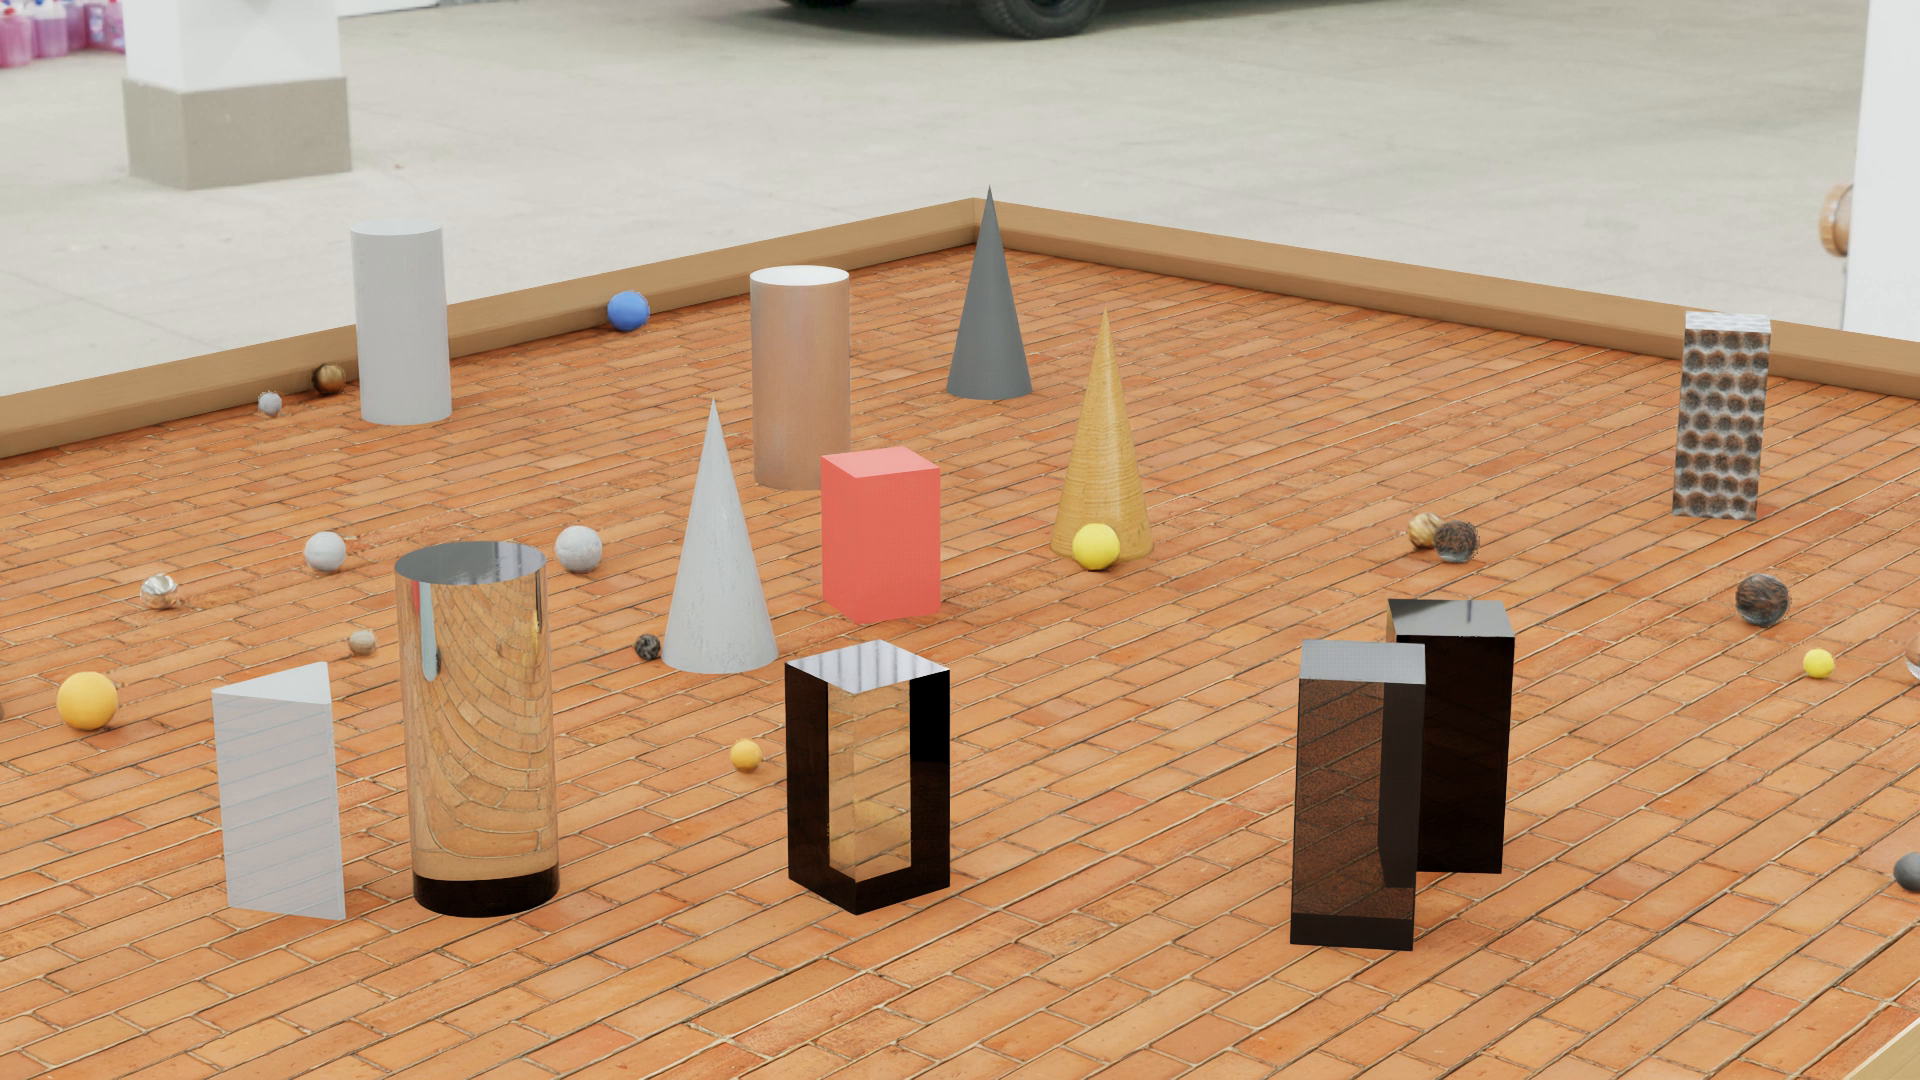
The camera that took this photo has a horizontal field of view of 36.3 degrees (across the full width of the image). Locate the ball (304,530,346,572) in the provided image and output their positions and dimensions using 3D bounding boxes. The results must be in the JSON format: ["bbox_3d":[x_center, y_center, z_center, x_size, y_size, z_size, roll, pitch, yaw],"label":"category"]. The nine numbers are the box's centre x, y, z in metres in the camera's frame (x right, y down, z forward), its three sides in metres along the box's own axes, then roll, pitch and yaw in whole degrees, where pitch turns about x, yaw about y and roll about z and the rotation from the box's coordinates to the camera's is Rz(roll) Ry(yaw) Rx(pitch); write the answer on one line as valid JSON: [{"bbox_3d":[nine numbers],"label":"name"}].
[{"bbox_3d":[-1.136,0.021,5.249,0.074,0.074,0.074,0,17,0],"label":"ball"}]

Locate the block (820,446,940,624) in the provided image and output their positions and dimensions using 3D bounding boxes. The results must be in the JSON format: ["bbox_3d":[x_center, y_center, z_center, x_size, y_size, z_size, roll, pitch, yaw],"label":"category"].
[{"bbox_3d":[-0.136,-0.010,5.032,0.155,0.258,0.155,-8,18,-24],"label":"block"}]

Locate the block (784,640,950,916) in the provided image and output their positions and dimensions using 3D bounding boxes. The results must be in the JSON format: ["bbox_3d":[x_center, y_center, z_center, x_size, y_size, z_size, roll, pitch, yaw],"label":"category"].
[{"bbox_3d":[-0.122,0.312,3.881,0.155,0.307,0.155,-13,21,-36],"label":"block"}]

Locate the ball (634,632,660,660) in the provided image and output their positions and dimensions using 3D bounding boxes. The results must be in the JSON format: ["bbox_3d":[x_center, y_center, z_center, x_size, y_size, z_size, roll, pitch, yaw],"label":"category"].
[{"bbox_3d":[-0.512,0.174,4.796,0.043,0.043,0.043,0,17,0],"label":"ball"}]

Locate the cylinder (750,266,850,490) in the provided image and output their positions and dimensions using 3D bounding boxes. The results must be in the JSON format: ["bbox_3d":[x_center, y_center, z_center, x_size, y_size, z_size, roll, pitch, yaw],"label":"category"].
[{"bbox_3d":[-0.314,-0.322,5.801,0.194,0.411,0.194,0,17,0],"label":"cylinder"}]

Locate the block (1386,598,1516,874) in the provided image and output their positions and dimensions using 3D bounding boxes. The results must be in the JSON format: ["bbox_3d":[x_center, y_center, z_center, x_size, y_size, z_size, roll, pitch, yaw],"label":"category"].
[{"bbox_3d":[0.658,0.265,3.984,0.155,0.337,0.155,1,17,4],"label":"block"}]

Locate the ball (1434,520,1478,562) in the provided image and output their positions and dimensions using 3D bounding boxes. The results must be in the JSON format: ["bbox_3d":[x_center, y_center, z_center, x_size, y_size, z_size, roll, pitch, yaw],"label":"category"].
[{"bbox_3d":[0.896,0.003,5.303,0.077,0.077,0.077,0,17,0],"label":"ball"}]

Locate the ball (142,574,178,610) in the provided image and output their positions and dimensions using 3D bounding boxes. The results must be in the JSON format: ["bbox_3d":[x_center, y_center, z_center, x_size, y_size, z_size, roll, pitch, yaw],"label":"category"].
[{"bbox_3d":[-1.378,0.089,5.048,0.060,0.060,0.060,0,17,0],"label":"ball"}]

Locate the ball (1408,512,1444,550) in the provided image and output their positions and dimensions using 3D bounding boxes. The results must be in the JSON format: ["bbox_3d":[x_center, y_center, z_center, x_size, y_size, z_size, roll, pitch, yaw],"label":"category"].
[{"bbox_3d":[0.855,-0.015,5.378,0.069,0.069,0.069,0,17,0],"label":"ball"}]

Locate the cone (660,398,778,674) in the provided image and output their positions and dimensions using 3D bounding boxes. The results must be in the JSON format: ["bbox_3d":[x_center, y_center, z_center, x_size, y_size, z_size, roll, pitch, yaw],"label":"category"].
[{"bbox_3d":[-0.395,-0.021,4.759,0.194,0.437,0.194,0,17,0],"label":"cone"}]

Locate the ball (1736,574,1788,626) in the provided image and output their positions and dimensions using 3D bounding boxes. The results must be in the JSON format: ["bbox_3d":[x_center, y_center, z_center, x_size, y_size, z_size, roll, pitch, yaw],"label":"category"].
[{"bbox_3d":[1.357,0.101,4.960,0.088,0.088,0.088,0,17,0],"label":"ball"}]

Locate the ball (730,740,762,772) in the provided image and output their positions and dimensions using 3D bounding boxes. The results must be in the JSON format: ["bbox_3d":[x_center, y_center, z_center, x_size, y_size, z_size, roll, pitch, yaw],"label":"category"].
[{"bbox_3d":[-0.315,0.317,4.315,0.046,0.046,0.046,0,17,0],"label":"ball"}]

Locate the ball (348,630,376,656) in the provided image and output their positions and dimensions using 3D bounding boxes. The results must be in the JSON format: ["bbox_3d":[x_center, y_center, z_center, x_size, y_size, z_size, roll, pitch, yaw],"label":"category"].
[{"bbox_3d":[-0.982,0.169,4.813,0.043,0.043,0.043,0,17,0],"label":"ball"}]

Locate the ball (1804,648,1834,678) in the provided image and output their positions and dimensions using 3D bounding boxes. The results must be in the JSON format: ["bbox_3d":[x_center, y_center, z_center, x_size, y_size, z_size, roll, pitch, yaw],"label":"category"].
[{"bbox_3d":[1.378,0.198,4.707,0.048,0.048,0.048,0,17,0],"label":"ball"}]

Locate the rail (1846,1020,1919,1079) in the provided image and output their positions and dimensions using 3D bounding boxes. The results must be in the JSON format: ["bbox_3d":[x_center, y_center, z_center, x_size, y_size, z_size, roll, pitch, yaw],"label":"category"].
[{"bbox_3d":[1.548,0.420,3.833,0.045,0.126,4.890,14,22,39],"label":"rail"}]

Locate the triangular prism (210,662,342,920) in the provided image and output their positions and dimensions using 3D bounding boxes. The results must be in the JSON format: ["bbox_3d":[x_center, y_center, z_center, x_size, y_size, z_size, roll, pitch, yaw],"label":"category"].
[{"bbox_3d":[-0.862,0.324,3.856,0.168,0.298,0.145,5,17,16],"label":"triangular prism"}]

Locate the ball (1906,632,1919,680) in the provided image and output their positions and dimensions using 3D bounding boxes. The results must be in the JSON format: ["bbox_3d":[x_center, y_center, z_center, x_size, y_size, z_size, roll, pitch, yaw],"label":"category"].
[{"bbox_3d":[1.556,0.185,4.669,0.096,0.096,0.096,0,17,0],"label":"ball"}]

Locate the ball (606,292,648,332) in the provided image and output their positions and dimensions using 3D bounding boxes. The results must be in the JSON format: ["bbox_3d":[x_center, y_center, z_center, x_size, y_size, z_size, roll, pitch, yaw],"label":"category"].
[{"bbox_3d":[-0.808,-0.553,7.112,0.097,0.097,0.097,0,17,0],"label":"ball"}]

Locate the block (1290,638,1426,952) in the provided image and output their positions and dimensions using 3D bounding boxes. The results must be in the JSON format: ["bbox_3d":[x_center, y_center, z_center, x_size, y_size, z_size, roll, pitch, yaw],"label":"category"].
[{"bbox_3d":[0.508,0.324,3.749,0.155,0.359,0.155,2,17,8],"label":"block"}]

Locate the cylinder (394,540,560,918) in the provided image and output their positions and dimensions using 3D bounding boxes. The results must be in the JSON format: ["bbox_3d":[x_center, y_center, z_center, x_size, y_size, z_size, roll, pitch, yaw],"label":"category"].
[{"bbox_3d":[-0.630,0.246,3.843,0.194,0.455,0.194,0,17,0],"label":"cylinder"}]

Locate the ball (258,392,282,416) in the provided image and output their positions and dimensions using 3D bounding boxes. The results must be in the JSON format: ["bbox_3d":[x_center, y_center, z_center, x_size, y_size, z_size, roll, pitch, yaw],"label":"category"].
[{"bbox_3d":[-1.489,-0.293,6.333,0.050,0.050,0.050,0,17,0],"label":"ball"}]

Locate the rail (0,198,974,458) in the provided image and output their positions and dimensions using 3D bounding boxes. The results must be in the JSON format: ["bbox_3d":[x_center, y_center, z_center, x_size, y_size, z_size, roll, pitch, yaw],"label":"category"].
[{"bbox_3d":[-1.548,-0.357,6.407,0.045,0.126,4.890,14,22,39],"label":"rail"}]

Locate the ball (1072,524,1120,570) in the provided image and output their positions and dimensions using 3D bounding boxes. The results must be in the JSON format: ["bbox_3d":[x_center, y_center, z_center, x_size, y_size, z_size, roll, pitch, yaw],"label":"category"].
[{"bbox_3d":[0.245,0.012,5.260,0.084,0.084,0.084,0,17,0],"label":"ball"}]

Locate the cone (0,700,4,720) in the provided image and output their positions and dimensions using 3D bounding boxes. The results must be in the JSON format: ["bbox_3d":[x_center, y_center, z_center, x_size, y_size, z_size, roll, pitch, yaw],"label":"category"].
[{"bbox_3d":[-1.576,0.046,4.457,0.194,0.483,0.194,0,17,0],"label":"cone"}]

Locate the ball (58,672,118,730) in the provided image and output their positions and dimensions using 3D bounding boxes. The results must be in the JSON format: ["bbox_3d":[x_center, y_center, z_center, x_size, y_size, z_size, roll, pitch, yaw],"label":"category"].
[{"bbox_3d":[-1.332,0.245,4.479,0.090,0.090,0.090,0,17,0],"label":"ball"}]

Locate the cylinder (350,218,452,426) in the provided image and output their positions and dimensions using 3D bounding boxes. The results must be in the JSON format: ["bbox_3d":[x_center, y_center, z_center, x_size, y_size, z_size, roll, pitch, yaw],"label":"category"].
[{"bbox_3d":[-1.198,-0.469,6.289,0.194,0.411,0.194,0,17,0],"label":"cylinder"}]

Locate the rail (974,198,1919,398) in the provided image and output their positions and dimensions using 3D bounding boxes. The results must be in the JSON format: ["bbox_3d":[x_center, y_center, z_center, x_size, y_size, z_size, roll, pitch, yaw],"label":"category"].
[{"bbox_3d":[1.587,-0.497,6.871,4.148,0.126,0.045,14,22,39],"label":"rail"}]

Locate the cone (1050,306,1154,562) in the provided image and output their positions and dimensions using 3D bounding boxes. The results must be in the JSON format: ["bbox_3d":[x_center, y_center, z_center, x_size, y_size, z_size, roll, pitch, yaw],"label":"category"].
[{"bbox_3d":[0.261,-0.204,5.334,0.194,0.456,0.194,0,17,0],"label":"cone"}]

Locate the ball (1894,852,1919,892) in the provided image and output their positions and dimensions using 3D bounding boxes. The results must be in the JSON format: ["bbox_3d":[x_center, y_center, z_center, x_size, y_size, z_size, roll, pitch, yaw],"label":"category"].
[{"bbox_3d":[1.268,0.441,3.894,0.052,0.052,0.052,0,17,0],"label":"ball"}]

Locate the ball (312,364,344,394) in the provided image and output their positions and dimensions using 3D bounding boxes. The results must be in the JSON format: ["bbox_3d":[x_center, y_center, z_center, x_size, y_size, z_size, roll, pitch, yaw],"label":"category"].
[{"bbox_3d":[-1.402,-0.357,6.508,0.069,0.069,0.069,0,17,0],"label":"ball"}]

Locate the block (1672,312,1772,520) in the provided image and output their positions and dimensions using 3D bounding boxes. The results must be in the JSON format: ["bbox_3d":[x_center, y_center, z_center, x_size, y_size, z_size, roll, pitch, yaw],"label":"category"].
[{"bbox_3d":[1.453,-0.238,5.602,0.155,0.366,0.155,4,17,13],"label":"block"}]

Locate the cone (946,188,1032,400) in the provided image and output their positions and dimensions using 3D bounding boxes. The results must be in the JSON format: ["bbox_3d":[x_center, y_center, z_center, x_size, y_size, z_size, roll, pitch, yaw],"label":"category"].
[{"bbox_3d":[0.065,-0.559,6.496,0.194,0.464,0.194,0,17,0],"label":"cone"}]

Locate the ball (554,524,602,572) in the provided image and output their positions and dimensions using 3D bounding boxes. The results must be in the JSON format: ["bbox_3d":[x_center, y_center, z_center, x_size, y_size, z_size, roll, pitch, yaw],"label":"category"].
[{"bbox_3d":[-0.683,0.015,5.248,0.085,0.085,0.085,0,17,0],"label":"ball"}]
